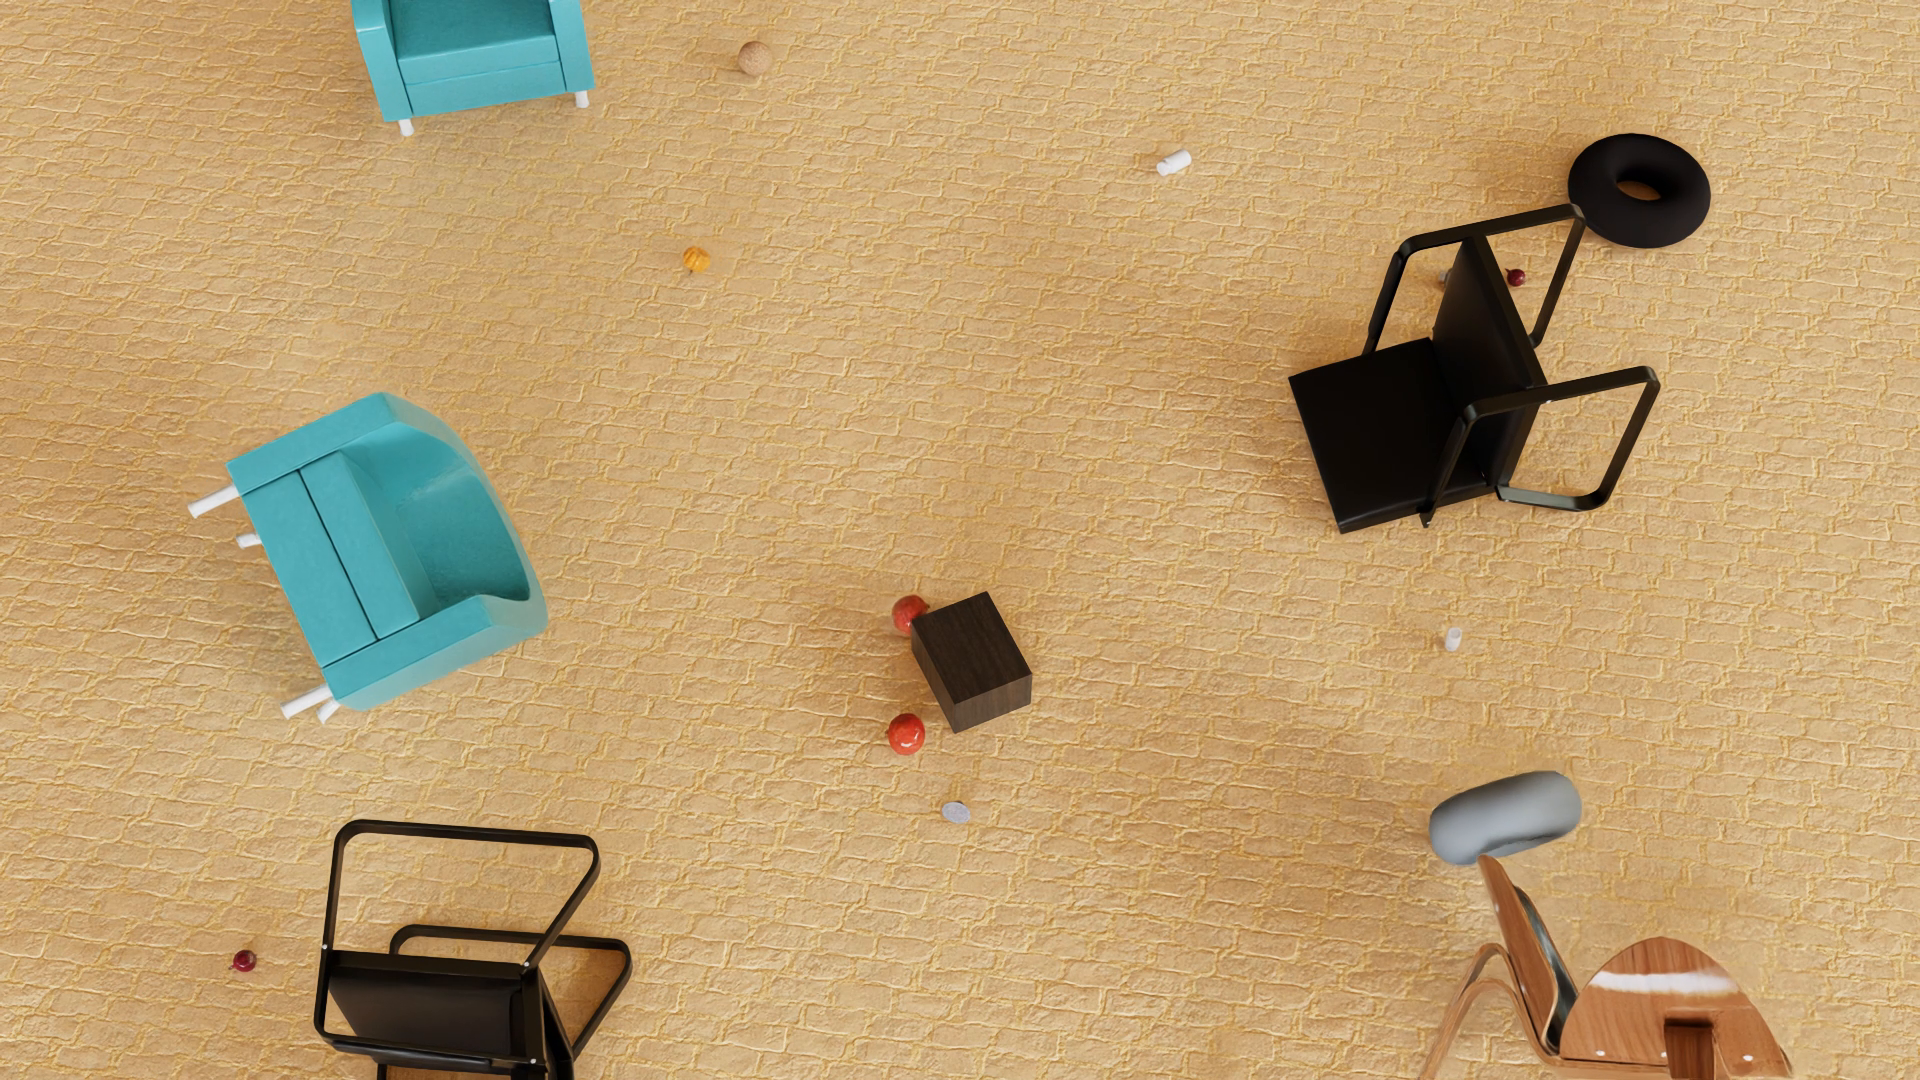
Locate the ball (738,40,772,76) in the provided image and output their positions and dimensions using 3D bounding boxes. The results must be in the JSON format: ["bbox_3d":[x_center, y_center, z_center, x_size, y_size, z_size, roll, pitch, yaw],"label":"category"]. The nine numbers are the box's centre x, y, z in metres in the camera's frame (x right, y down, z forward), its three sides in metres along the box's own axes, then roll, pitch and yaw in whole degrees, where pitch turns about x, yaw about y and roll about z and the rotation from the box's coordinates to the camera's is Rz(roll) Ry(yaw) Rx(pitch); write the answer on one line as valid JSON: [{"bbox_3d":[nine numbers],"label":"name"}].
[{"bbox_3d":[-0.710,-1.671,7.625,0.118,0.118,0.118,0,56,0],"label":"ball"}]

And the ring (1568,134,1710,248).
[{"bbox_3d":[2.239,-1.153,7.253,0.463,0.159,0.459,39,63,24],"label":"ring"}]

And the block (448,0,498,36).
[{"bbox_3d":[-1.733,-1.919,7.753,0.146,0.181,0.180,-13,57,-9],"label":"block"}]

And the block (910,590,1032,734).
[{"bbox_3d":[0.031,0.346,6.239,0.238,0.169,0.301,-21,59,-13],"label":"block"}]

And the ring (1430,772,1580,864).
[{"bbox_3d":[1.439,0.735,5.812,0.405,0.484,0.165,-20,73,12],"label":"ring"}]

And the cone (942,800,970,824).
[{"bbox_3d":[-0.004,0.735,6.063,0.080,0.067,0.063,17,29,4],"label":"cone"}]
